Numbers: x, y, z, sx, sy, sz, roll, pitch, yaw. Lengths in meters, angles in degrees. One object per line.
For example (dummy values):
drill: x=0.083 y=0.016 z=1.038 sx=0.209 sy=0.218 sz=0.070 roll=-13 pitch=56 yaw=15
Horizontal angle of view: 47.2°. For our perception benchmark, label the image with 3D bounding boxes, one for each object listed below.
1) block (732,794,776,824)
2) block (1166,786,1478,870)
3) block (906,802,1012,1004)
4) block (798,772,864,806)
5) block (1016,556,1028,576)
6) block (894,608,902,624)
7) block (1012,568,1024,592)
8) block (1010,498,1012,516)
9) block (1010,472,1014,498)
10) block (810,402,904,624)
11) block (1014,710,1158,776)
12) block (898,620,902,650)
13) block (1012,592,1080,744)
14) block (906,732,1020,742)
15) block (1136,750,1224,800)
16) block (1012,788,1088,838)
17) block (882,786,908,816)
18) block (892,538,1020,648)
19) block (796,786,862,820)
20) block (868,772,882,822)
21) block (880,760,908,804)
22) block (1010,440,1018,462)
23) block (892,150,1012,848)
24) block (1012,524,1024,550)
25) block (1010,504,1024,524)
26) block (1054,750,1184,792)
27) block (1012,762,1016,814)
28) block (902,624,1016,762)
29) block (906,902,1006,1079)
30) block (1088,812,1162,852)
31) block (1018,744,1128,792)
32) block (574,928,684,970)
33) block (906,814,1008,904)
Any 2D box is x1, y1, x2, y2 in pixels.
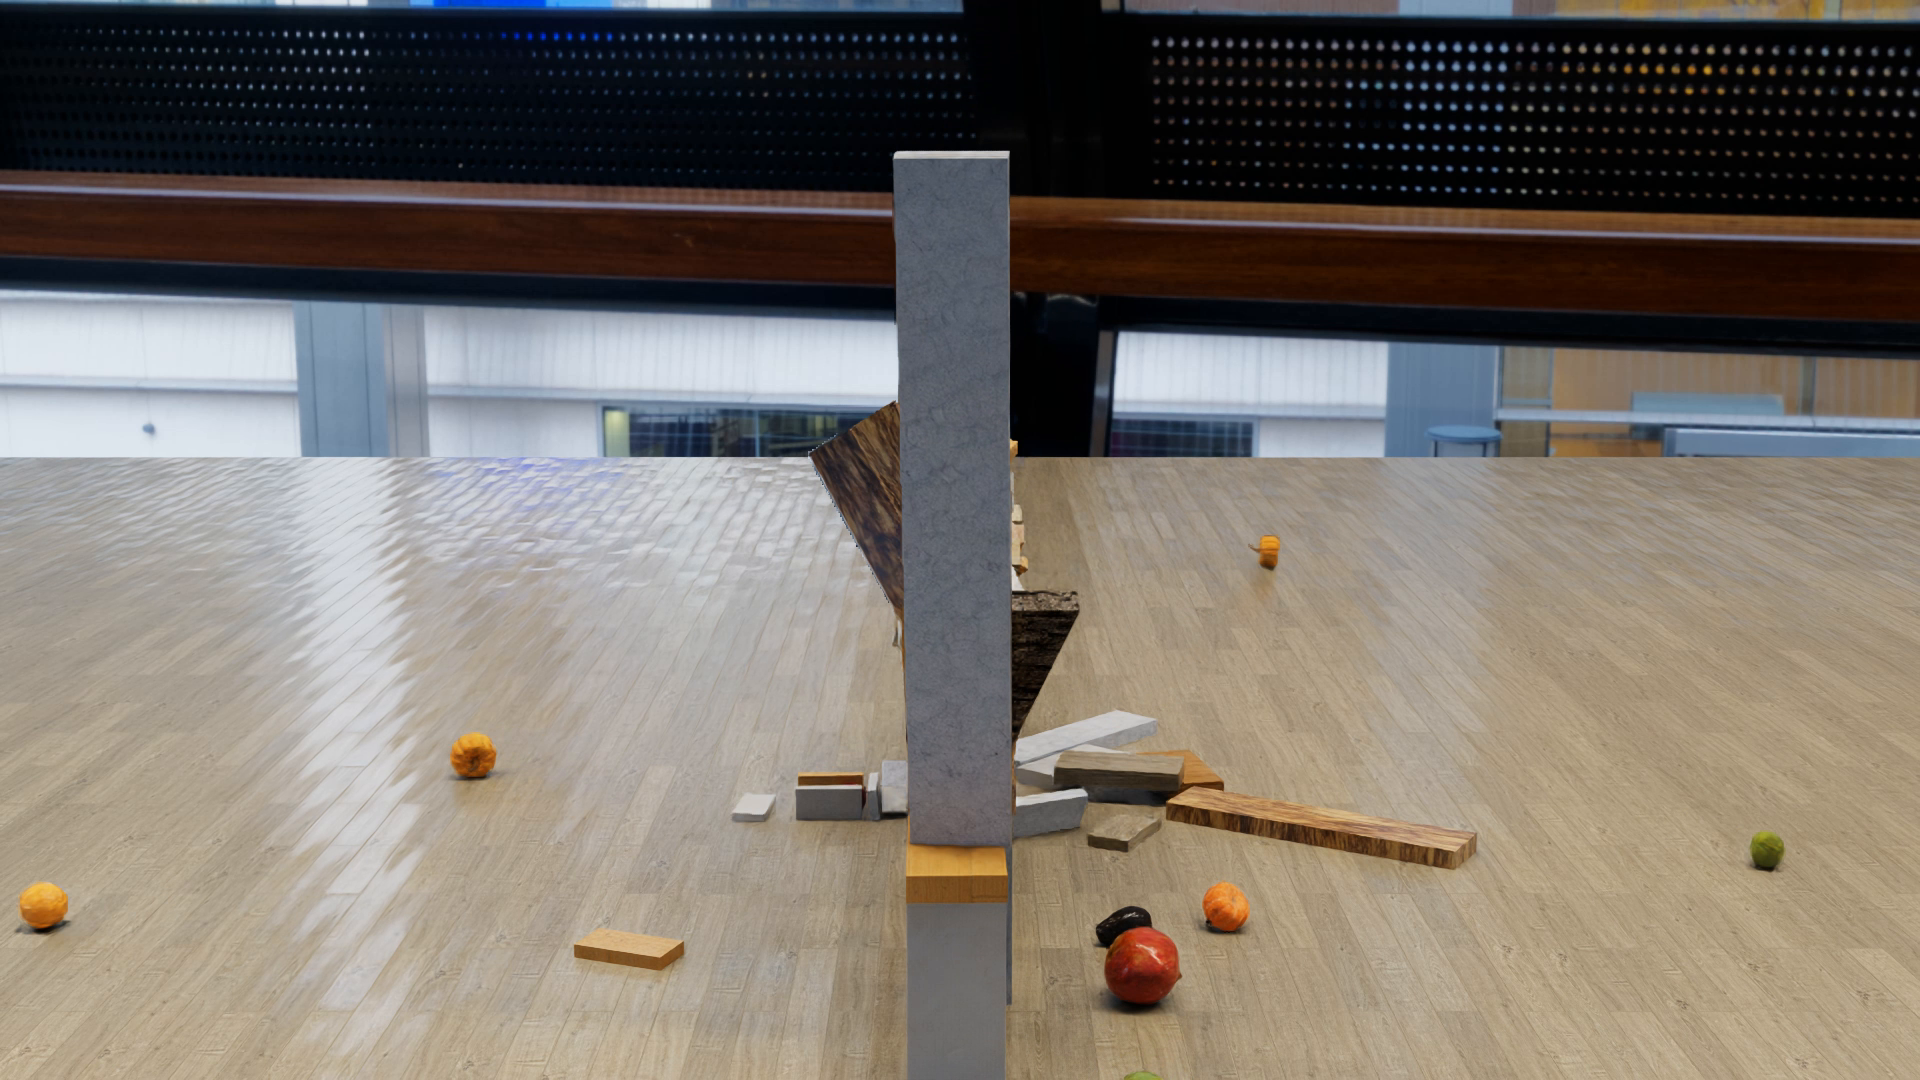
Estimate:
block: x=-0.384 y=0.500 z=4.104 sx=0.061 sy=0.017 sz=0.122 roll=1 pitch=11 yaw=5
block: x=0.646 y=0.517 z=3.972 sx=0.550 sy=0.034 sz=0.118 roll=6 pitch=12 yaw=30
block: x=0.000 y=0.524 z=3.195 sx=0.152 sy=0.303 sz=0.043 roll=0 pitch=10 yaw=0
block: x=-0.244 y=0.470 z=4.144 sx=0.122 sy=0.061 sz=0.017 roll=0 pitch=13 yaw=-1
block: x=0.041 y=0.068 z=3.897 sx=0.079 sy=0.022 sz=0.158 roll=24 pitch=-45 yaw=-28
block: x=-0.004 y=0.100 z=3.258 sx=0.168 sy=0.048 sz=0.336 roll=-1 pitch=-8 yaw=2
block: x=-0.004 y=0.036 z=3.083 sx=0.137 sy=0.039 sz=0.274 roll=-8 pitch=35 yaw=-11
block: x=0.015 y=-0.035 z=3.374 sx=0.104 sy=0.029 sz=0.208 roll=2 pitch=14 yaw=9
block: x=0.022 y=-0.069 z=3.389 sx=0.104 sy=0.029 sz=0.208 roll=1 pitch=14 yaw=6
block: x=-0.072 y=-0.030 z=2.912 sx=0.137 sy=0.274 sz=0.039 roll=-31 pitch=-7 yaw=16
block: x=0.228 y=0.416 z=4.522 sx=0.110 sy=0.031 sz=0.434 roll=10 pitch=14 yaw=42
block: x=-0.010 y=0.133 z=3.708 sx=0.175 sy=0.049 sz=0.349 roll=2 pitch=-14 yaw=-4
block: x=0.063 y=0.191 z=3.067 sx=0.104 sy=0.029 sz=0.420 roll=0 pitch=-32 yaw=-14
block: x=0.012 y=0.200 z=3.169 sx=0.168 sy=0.048 sz=0.336 roll=-1 pitch=-29 yaw=-4
block: x=0.428 y=0.458 z=4.296 sx=0.110 sy=0.031 sz=0.221 roll=-2 pitch=11 yaw=-11
block: x=0.151 y=0.493 z=3.971 sx=0.156 sy=0.078 sz=0.022 roll=-5 pitch=37 yaw=-26
block: x=-0.088 y=0.486 z=4.095 sx=0.115 sy=0.016 sz=0.058 roll=0 pitch=49 yaw=-1
block: x=-0.010 y=0.096 z=3.846 sx=0.175 sy=0.049 sz=0.349 roll=6 pitch=-30 yaw=-6
block: x=-0.242 y=0.485 z=4.061 sx=0.122 sy=0.061 sz=0.017 roll=0 pitch=16 yaw=-1
block: x=-0.160 y=0.479 z=4.105 sx=0.016 sy=0.058 sz=0.115 roll=-6 pitch=10 yaw=1
block: x=-0.026 y=0.460 z=4.134 sx=0.244 sy=0.078 sz=0.022 roll=2 pitch=-15 yaw=4
block: x=0.006 y=-0.099 z=3.163 sx=0.080 sy=0.023 sz=0.160 roll=21 pitch=49 yaw=28
block: x=-0.004 y=-0.027 z=2.806 sx=0.137 sy=0.940 sz=0.039 roll=1 pitch=23 yaw=4
block: x=0.007 y=0.063 z=3.941 sx=0.138 sy=0.275 sz=0.039 roll=8 pitch=50 yaw=-15
block: x=0.020 y=0.043 z=3.999 sx=0.138 sy=0.275 sz=0.039 roll=1 pitch=48 yaw=-11
block: x=0.306 y=0.441 z=4.209 sx=0.237 sy=0.034 sz=0.118 roll=2 pitch=11 yaw=11
block: x=0.001 y=0.337 z=3.236 sx=0.152 sy=0.043 sz=0.303 roll=0 pitch=10 yaw=-1
block: x=0.002 y=0.258 z=3.376 sx=0.168 sy=0.048 sz=0.512 roll=-1 pitch=-30 yaw=0
block: x=-0.005 y=0.593 z=2.930 sx=0.131 sy=0.263 sz=0.037 roll=0 pitch=12 yaw=0
block: x=0.297 y=0.525 z=3.959 sx=0.078 sy=0.022 sz=0.156 roll=5 pitch=12 yaw=27
block: x=0.225 y=0.450 z=4.338 sx=0.110 sy=0.031 sz=0.221 roll=9 pitch=14 yaw=39
block: x=-0.510 y=0.631 z=3.391 sx=0.150 sy=0.021 sz=0.075 roll=4 pitch=11 yaw=21
block: x=-0.006 y=0.430 z=2.985 sx=0.131 sy=0.037 sz=0.263 roll=0 pitch=10 yaw=-1
